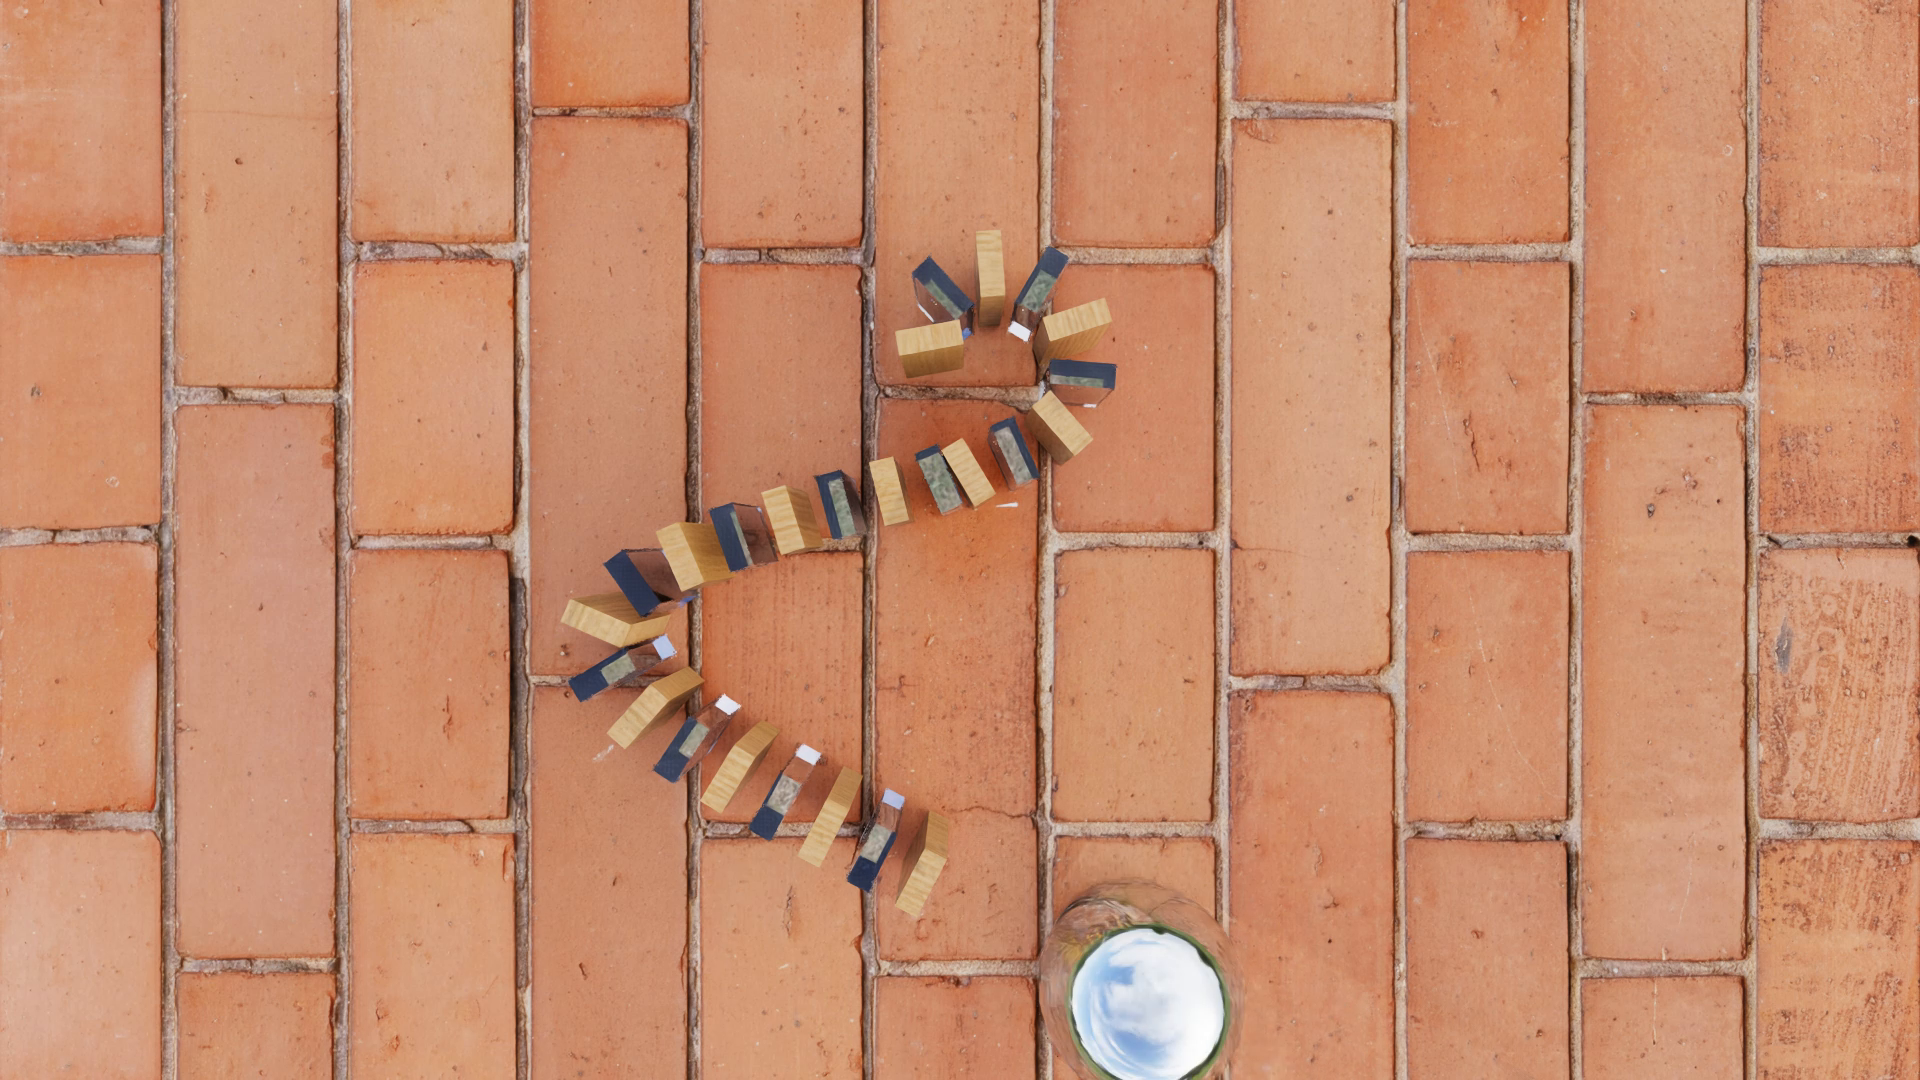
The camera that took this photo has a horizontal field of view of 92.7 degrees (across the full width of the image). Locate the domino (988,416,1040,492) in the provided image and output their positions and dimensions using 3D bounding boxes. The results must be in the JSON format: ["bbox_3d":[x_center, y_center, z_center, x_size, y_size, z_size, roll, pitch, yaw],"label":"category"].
[{"bbox_3d":[0.021,-0.034,0.375,0.009,0.050,0.025,-24,90,0],"label":"domino"}]

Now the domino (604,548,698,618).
[{"bbox_3d":[-0.125,0.017,0.375,0.010,0.050,0.025,-35,90,0],"label":"domino"}]

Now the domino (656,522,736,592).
[{"bbox_3d":[-0.107,0.006,0.375,0.009,0.050,0.025,-24,90,0],"label":"domino"}]

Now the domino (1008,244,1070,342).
[{"bbox_3d":[0.032,-0.100,0.375,0.010,0.050,0.025,31,90,0],"label":"domino"}]

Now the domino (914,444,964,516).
[{"bbox_3d":[-0.008,-0.023,0.375,0.010,0.050,0.025,-24,90,0],"label":"domino"}]

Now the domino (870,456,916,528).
[{"bbox_3d":[-0.027,-0.019,0.375,0.009,0.050,0.025,-14,90,0],"label":"domino"}]

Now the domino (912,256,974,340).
[{"bbox_3d":[-0.007,-0.096,0.375,0.009,0.050,0.025,-43,90,0],"label":"domino"}]

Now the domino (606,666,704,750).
[{"bbox_3d":[-0.123,0.068,0.375,0.010,0.050,0.025,42,90,0],"label":"domino"}]

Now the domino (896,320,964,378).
[{"bbox_3d":[-0.012,-0.077,0.375,0.025,0.050,0.009,-10,90,0],"label":"domino"}]

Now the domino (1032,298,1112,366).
[{"bbox_3d":[0.045,-0.084,0.375,0.025,0.050,0.009,-18,90,0],"label":"domino"}]

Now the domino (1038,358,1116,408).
[{"bbox_3d":[0.047,-0.064,0.375,0.025,0.050,0.010,5,90,0],"label":"domino"}]

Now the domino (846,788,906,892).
[{"bbox_3d":[-0.034,0.121,0.375,0.010,0.050,0.025,27,90,0],"label":"domino"}]

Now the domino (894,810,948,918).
[{"bbox_3d":[-0.015,0.131,0.375,0.010,0.050,0.025,28,90,0],"label":"domino"}]

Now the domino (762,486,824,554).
[{"bbox_3d":[-0.068,-0.008,0.375,0.009,0.050,0.025,-18,90,0],"label":"domino"}]

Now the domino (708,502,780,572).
[{"bbox_3d":[-0.087,-0.001,0.375,0.009,0.050,0.025,-19,90,0],"label":"domino"}]

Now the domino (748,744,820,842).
[{"bbox_3d":[-0.071,0.102,0.375,0.009,0.050,0.025,29,90,0],"label":"domino"}]

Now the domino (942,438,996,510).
[{"bbox_3d":[0.003,-0.026,0.375,0.010,0.050,0.025,-31,90,0],"label":"domino"}]

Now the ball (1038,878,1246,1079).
[{"bbox_3d":[0.071,0.176,0.360,0.080,0.080,0.080,0,90,0],"label":"ball"}]

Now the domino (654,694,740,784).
[{"bbox_3d":[-0.106,0.080,0.375,0.009,0.050,0.025,34,90,0],"label":"domino"}]

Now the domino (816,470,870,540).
[{"bbox_3d":[-0.047,-0.013,0.375,0.010,0.050,0.025,-15,90,0],"label":"domino"}]

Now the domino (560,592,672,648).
[{"bbox_3d":[-0.139,0.032,0.375,0.025,0.050,0.009,23,90,0],"label":"domino"}]

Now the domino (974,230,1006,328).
[{"bbox_3d":[0.012,-0.106,0.375,0.010,0.050,0.025,-4,90,0],"label":"domino"}]

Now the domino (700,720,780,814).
[{"bbox_3d":[-0.089,0.091,0.375,0.009,0.050,0.025,31,90,0],"label":"domino"}]

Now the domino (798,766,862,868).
[{"bbox_3d":[-0.052,0.112,0.375,0.009,0.050,0.025,28,90,0],"label":"domino"}]

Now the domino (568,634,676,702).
[{"bbox_3d":[-0.137,0.052,0.375,0.025,0.050,0.010,-31,90,0],"label":"domino"}]

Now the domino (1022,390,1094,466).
[{"bbox_3d":[0.039,-0.045,0.375,0.009,0.050,0.025,-41,90,0],"label":"domino"}]
